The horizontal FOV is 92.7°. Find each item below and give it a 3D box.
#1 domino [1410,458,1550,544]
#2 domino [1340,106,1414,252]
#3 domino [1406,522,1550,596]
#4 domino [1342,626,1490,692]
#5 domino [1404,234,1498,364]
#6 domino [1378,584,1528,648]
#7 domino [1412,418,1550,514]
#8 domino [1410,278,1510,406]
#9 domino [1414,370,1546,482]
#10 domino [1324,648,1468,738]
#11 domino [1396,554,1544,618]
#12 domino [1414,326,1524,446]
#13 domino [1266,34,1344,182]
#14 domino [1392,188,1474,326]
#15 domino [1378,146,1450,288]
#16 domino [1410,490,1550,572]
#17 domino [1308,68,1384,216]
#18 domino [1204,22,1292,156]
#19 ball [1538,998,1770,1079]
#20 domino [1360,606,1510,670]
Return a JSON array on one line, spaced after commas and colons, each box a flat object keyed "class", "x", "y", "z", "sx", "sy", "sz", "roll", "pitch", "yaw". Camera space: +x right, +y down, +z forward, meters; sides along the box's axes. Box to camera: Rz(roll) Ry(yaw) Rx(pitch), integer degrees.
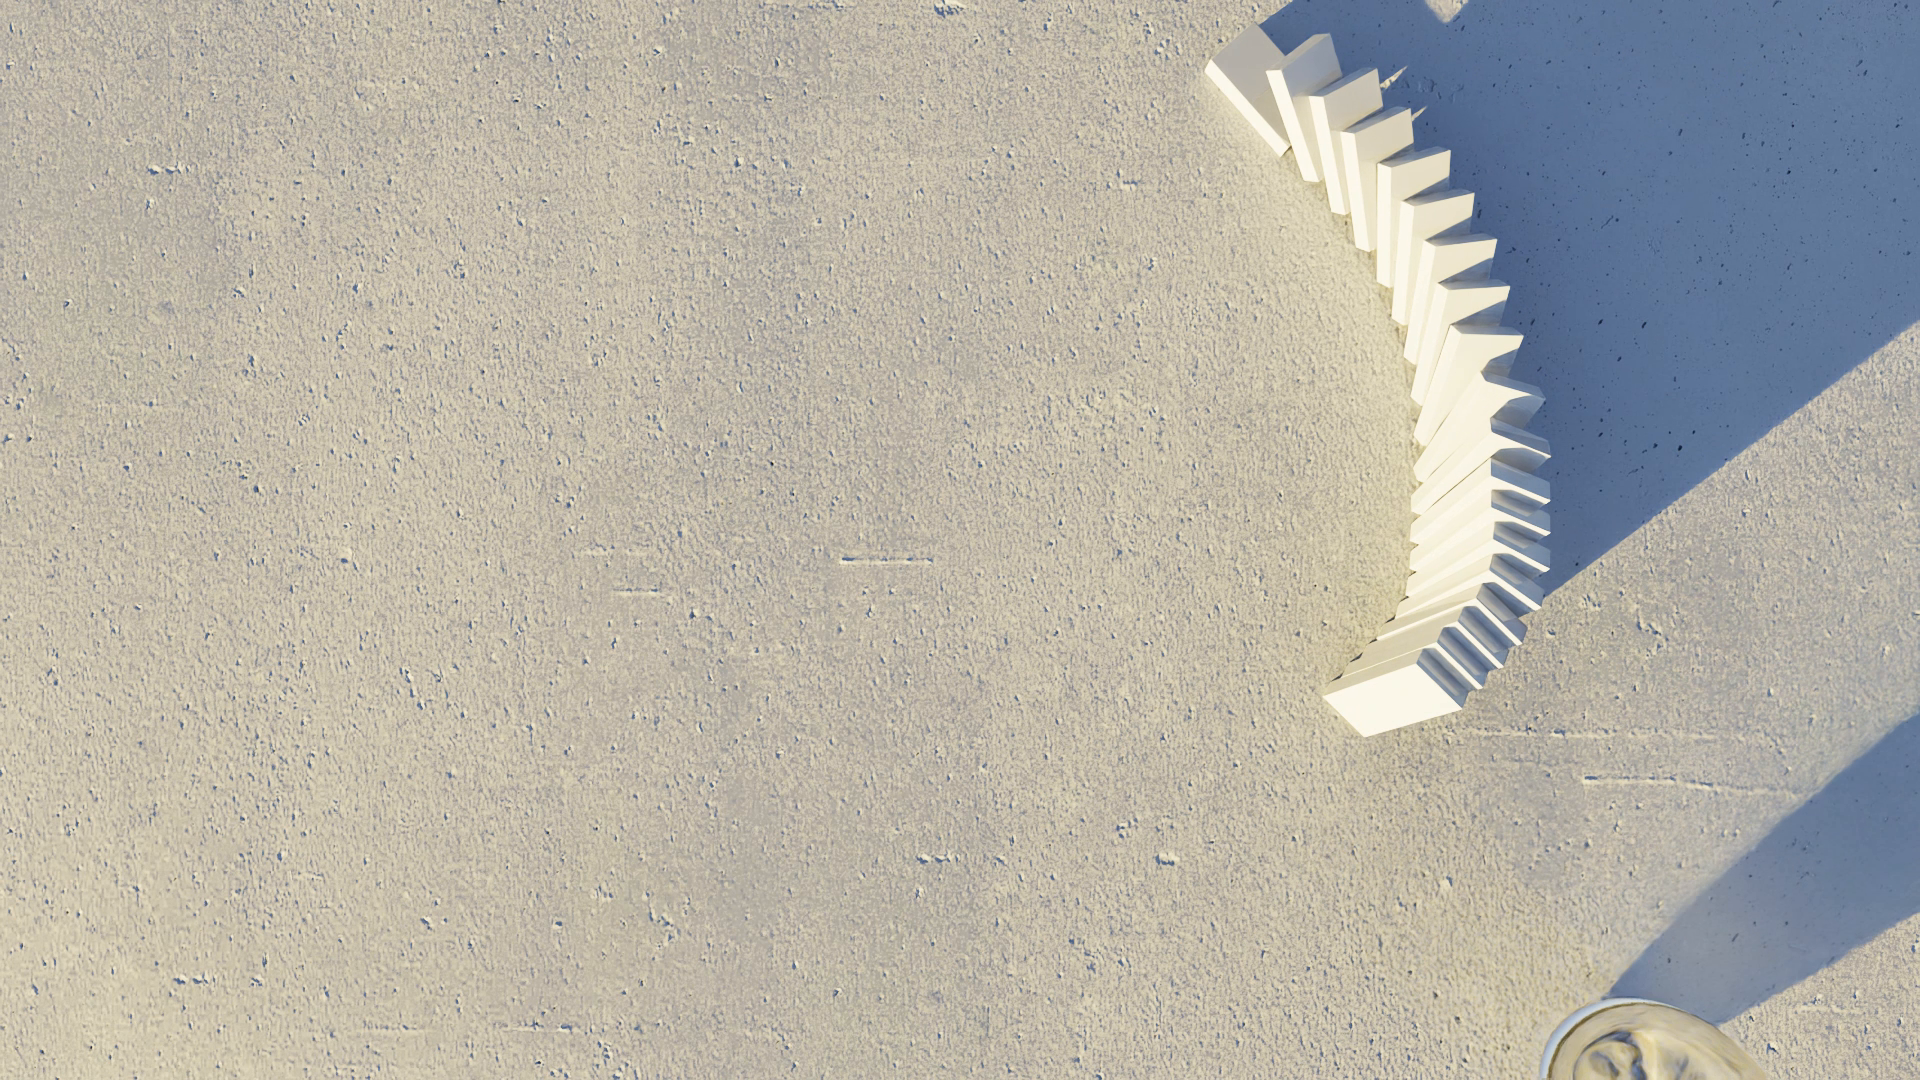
[{"class": "domino", "x": 0.212, "y": -0.011, "z": 0.376, "sx": 0.025, "sy": 0.050, "sz": 0.009, "roll": 22, "pitch": 57, "yaw": 0}, {"class": "domino", "x": 0.176, "y": -0.150, "z": 0.383, "sx": 0.025, "sy": 0.010, "sz": 0.050, "roll": -24, "pitch": 121, "yaw": 0}, {"class": "domino", "x": 0.211, "y": 0.014, "z": 0.376, "sx": 0.025, "sy": 0.050, "sz": 0.009, "roll": 27, "pitch": 57, "yaw": -1}, {"class": "domino", "x": 0.186, "y": 0.055, "z": 0.377, "sx": 0.025, "sy": 0.050, "sz": 0.010, "roll": 44, "pitch": 56, "yaw": 0}, {"class": "domino", "x": 0.204, "y": -0.100, "z": 0.382, "sx": 0.025, "sy": 0.010, "sz": 0.050, "roll": -7, "pitch": 123, "yaw": 0}, {"class": "domino", "x": 0.201, "y": 0.038, "z": 0.377, "sx": 0.025, "sy": 0.050, "sz": 0.009, "roll": 44, "pitch": 56, "yaw": 0}, {"class": "domino", "x": 0.213, "y": -0.026, "z": 0.378, "sx": 0.025, "sy": 0.050, "sz": 0.010, "roll": 22, "pitch": 51, "yaw": 0}, {"class": "domino", "x": 0.208, "y": -0.082, "z": 0.383, "sx": 0.025, "sy": 0.009, "sz": 0.050, "roll": -4, "pitch": 123, "yaw": 0}, {"class": "domino", "x": 0.214, "y": -0.044, "z": 0.380, "sx": 0.025, "sy": 0.009, "sz": 0.050, "roll": 16, "pitch": 130, "yaw": 0}, {"class": "domino", "x": 0.178, "y": 0.064, "z": 0.377, "sx": 0.025, "sy": 0.050, "sz": 0.009, "roll": 44, "pitch": 56, "yaw": 0}, {"class": "domino", "x": 0.208, "y": 0.027, "z": 0.376, "sx": 0.025, "sy": 0.050, "sz": 0.010, "roll": 35, "pitch": 57, "yaw": -1}, {"class": "domino", "x": 0.211, "y": -0.064, "z": 0.382, "sx": 0.025, "sy": 0.009, "sz": 0.050, "roll": 2, "pitch": 124, "yaw": 0}, {"class": "domino", "x": 0.149, "y": -0.180, "z": 0.383, "sx": 0.025, "sy": 0.009, "sz": 0.050, "roll": -37, "pitch": 122, "yaw": -1}, {"class": "domino", "x": 0.197, "y": -0.118, "z": 0.382, "sx": 0.025, "sy": 0.009, "sz": 0.050, "roll": -13, "pitch": 123, "yaw": 0}, {"class": "domino", "x": 0.189, "y": -0.134, "z": 0.382, "sx": 0.025, "sy": 0.010, "sz": 0.050, "roll": -17, "pitch": 123, "yaw": 0}, {"class": "domino", "x": 0.212, "y": 0.001, "z": 0.376, "sx": 0.025, "sy": 0.050, "sz": 0.010, "roll": 23, "pitch": 57, "yaw": 0}, {"class": "domino", "x": 0.164, "y": -0.166, "z": 0.383, "sx": 0.025, "sy": 0.009, "sz": 0.050, "roll": -28, "pitch": 121, "yaw": -1}, {"class": "domino", "x": 0.133, "y": -0.194, "z": 0.395, "sx": 0.025, "sy": 0.009, "sz": 0.050, "roll": -42, "pitch": 90, "yaw": 0}, {"class": "ball", "x": 0.274, "y": 0.224, "z": 0.360, "sx": 0.080, "sy": 0.080, "sz": 0.080, "roll": 0, "pitch": 90, "yaw": 0}, {"class": "domino", "x": 0.194, "y": 0.047, "z": 0.377, "sx": 0.025, "sy": 0.050, "sz": 0.009, "roll": 44, "pitch": 56, "yaw": 0}]
